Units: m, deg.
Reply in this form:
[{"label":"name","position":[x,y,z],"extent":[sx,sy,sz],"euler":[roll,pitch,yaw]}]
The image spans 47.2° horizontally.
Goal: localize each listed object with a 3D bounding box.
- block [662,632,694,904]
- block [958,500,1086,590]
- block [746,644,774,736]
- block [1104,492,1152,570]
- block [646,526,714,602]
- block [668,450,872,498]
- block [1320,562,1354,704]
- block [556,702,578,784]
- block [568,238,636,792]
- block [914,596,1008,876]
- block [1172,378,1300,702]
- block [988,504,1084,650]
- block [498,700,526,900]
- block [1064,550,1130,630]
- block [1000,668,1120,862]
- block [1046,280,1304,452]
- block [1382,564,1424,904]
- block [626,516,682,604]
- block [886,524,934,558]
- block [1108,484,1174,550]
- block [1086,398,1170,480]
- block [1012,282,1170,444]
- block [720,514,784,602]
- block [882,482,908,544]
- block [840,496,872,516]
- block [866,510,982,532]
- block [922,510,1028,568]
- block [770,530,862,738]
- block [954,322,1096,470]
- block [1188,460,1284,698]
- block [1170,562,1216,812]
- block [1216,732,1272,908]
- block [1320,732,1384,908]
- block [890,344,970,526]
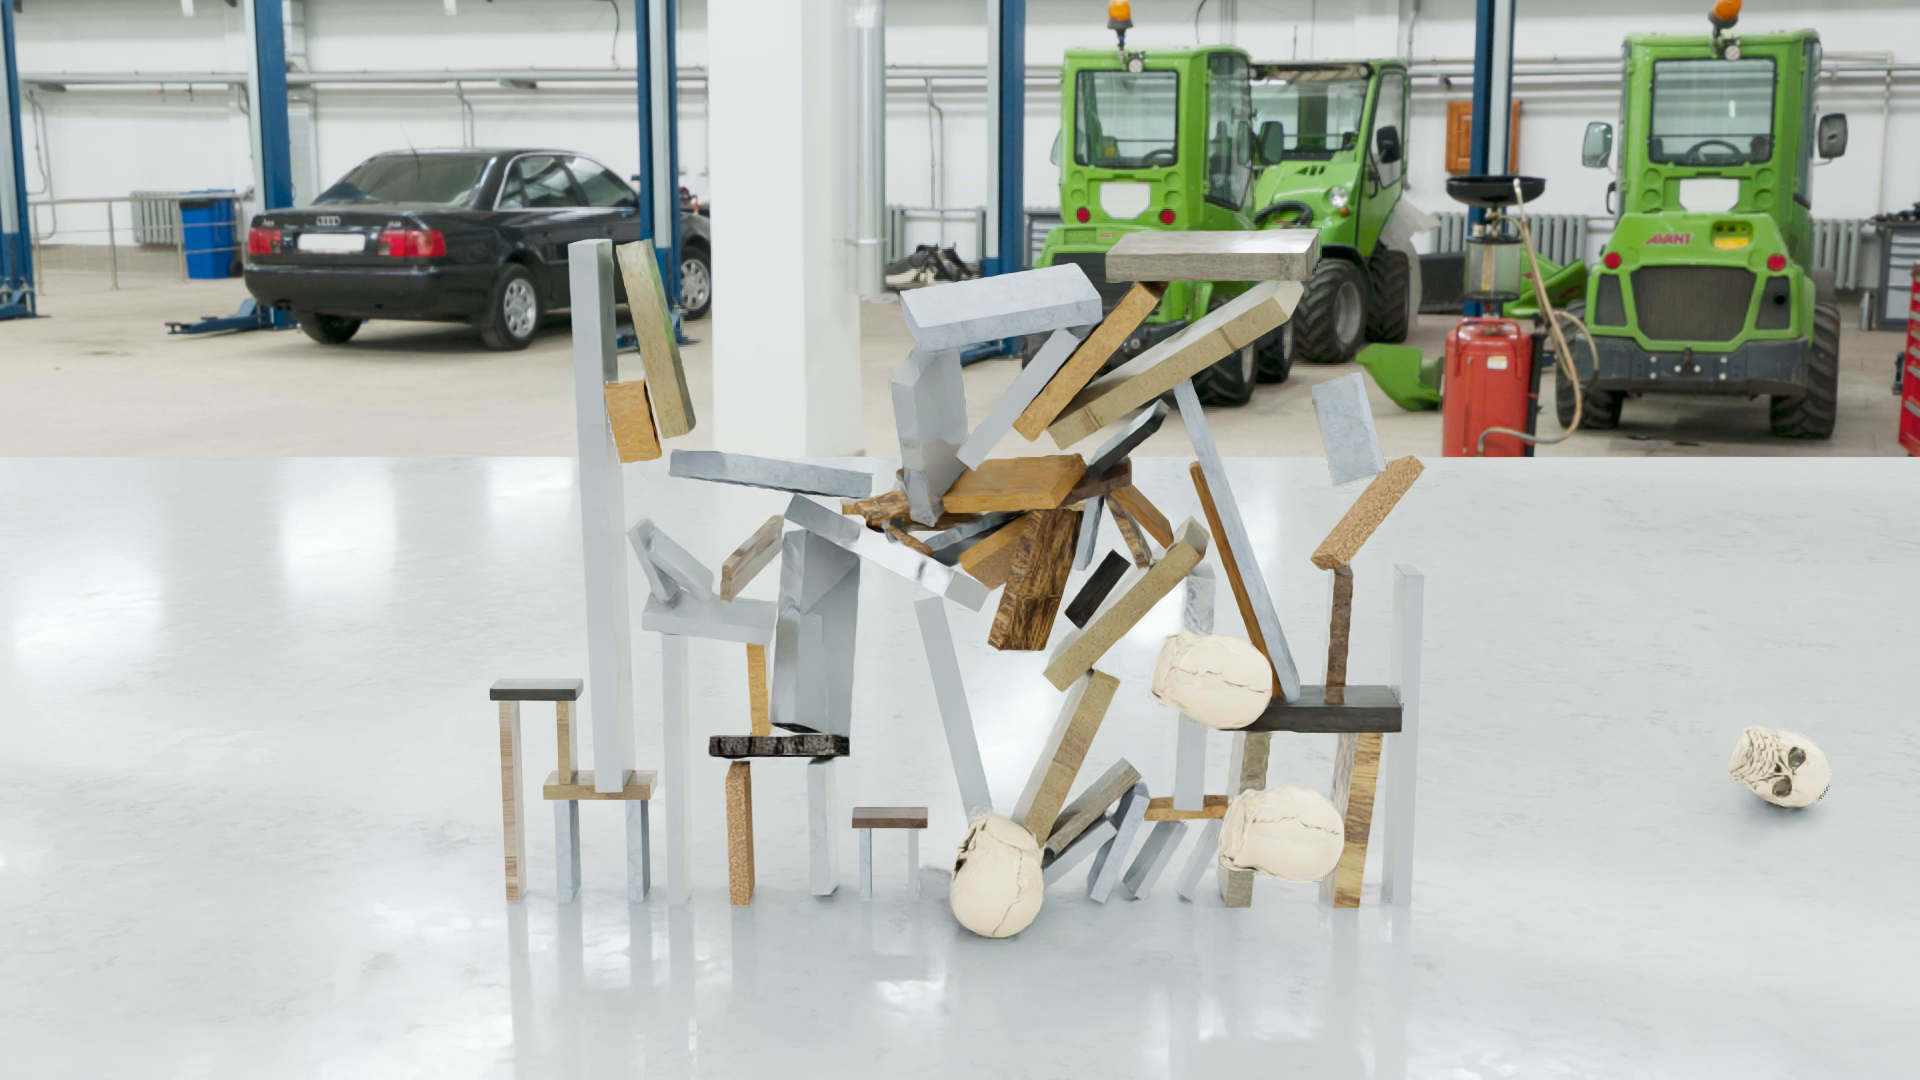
[{"label":"block","position":[-0.466,0.367,3.628],"extent":[0.030,0.454,0.104],"euler":[0,11,0]},{"label":"block","position":[0.115,0.000,3.708],"extent":[0.219,0.031,0.109],"euler":[-33,-31,13]},{"label":"block","position":[-0.338,0.219,3.702],"extent":[0.030,0.209,0.104],"euler":[-3,4,-1]},{"label":"block","position":[0.276,-0.023,3.604],"extent":[0.019,0.134,0.067],"euler":[-23,13,15]},{"label":"block","position":[-0.450,0.041,3.539],"extent":[0.018,0.128,0.064],"euler":[-37,29,22]},{"label":"block","position":[-0.314,-0.109,3.671],"extent":[0.308,0.044,0.154],"euler":[7,-1,-43]},{"label":"block","position":[0.615,0.151,3.590],"extent":[0.030,0.214,0.107],"euler":[4,11,5]},{"label":"block","position":[-0.646,0.324,3.619],"extent":[0.020,0.140,0.070],"euler":[0,11,0]},{"label":"block","position":[-0.575,-0.039,3.547],"extent":[0.044,0.879,0.154],"euler":[-1,11,0]},{"label":"block","position":[0.000,0.327,3.724],"extent":[0.047,0.465,0.167],"euler":[-14,-3,-2]},{"label":"block","position":[0.444,-0.004,3.513],"extent":[0.021,0.571,0.074],"euler":[-17,19,15]},{"label":"block","position":[0.130,0.061,3.625],"extent":[0.109,0.252,0.031],"euler":[2,21,-45]},{"label":"block","position":[-0.740,0.422,3.638],"extent":[0.020,0.341,0.070],"euler":[0,11,0]},{"label":"block","position":[0.224,0.080,3.598],"extent":[0.019,0.134,0.067],"euler":[36,3,-15]},{"label":"block","position":[0.167,0.372,3.691],"extent":[0.047,0.329,0.165],"euler":[26,-3,-4]},{"label":"block","position":[0.333,-0.280,3.411],"extent":[0.424,0.043,0.153],"euler":[-30,11,27]},{"label":"block","position":[0.729,0.319,3.622],"extent":[0.030,0.550,0.107],"euler":[0,11,2]},{"label":"block","position":[-0.494,0.032,3.558],"extent":[0.018,0.128,0.064],"euler":[-17,16,18]},{"label":"block","position":[-0.082,0.002,3.657],"extent":[0.047,0.013,0.094],"euler":[35,2,27]},{"label":"block","position":[0.292,-0.053,3.580],"extent":[0.020,0.143,0.072],"euler":[-39,23,17]},{"label":"block","position":[0.266,-0.160,3.486],"extent":[0.148,0.021,0.074],"euler":[-39,11,34]},{"label":"block","position":[0.208,-0.295,3.482],"extent":[0.043,0.305,0.153],"euler":[41,21,-3]},{"label":"block","position":[-0.349,0.028,3.711],"extent":[0.018,0.063,0.270],"euler":[8,20,12]},{"label":"block","position":[-0.108,-0.047,3.684],"extent":[0.013,0.047,0.095],"euler":[1,53,18]},{"label":"block","position":[-0.140,-0.062,3.762],"extent":[0.126,0.018,0.063],"euler":[-5,11,-4]},{"label":"block","position":[-0.061,-0.033,3.778],"extent":[0.185,0.026,0.093],"euler":[-2,-7,12]},{"label":"block","position":[0.040,-0.010,3.735],"extent":[0.185,0.026,0.093],"euler":[-23,-22,17]},{"label":"block","position":[-0.246,0.167,3.767],"extent":[0.047,0.335,0.167],"euler":[-8,-20,31]},{"label":"block","position":[0.109,-0.246,3.513],"extent":[0.041,0.286,0.143],"euler":[40,27,0]},{"label":"block","position":[0.453,0.063,3.599],"extent":[0.020,0.402,0.072],"euler":[-19,7,10]},{"label":"block","position":[0.385,0.239,3.639],"extent":[0.047,0.385,0.165],"euler":[3,8,3]},{"label":"block","position":[0.470,0.443,3.649],"extent":[0.042,0.294,0.147],"euler":[5,11,0]},{"label":"block","position":[0.648,0.443,3.647],"extent":[0.042,0.294,0.147],"euler":[6,10,-1]},{"label":"block","position":[-0.043,-0.183,3.535],"extent":[0.041,0.324,0.143],"euler":[19,54,21]}]
